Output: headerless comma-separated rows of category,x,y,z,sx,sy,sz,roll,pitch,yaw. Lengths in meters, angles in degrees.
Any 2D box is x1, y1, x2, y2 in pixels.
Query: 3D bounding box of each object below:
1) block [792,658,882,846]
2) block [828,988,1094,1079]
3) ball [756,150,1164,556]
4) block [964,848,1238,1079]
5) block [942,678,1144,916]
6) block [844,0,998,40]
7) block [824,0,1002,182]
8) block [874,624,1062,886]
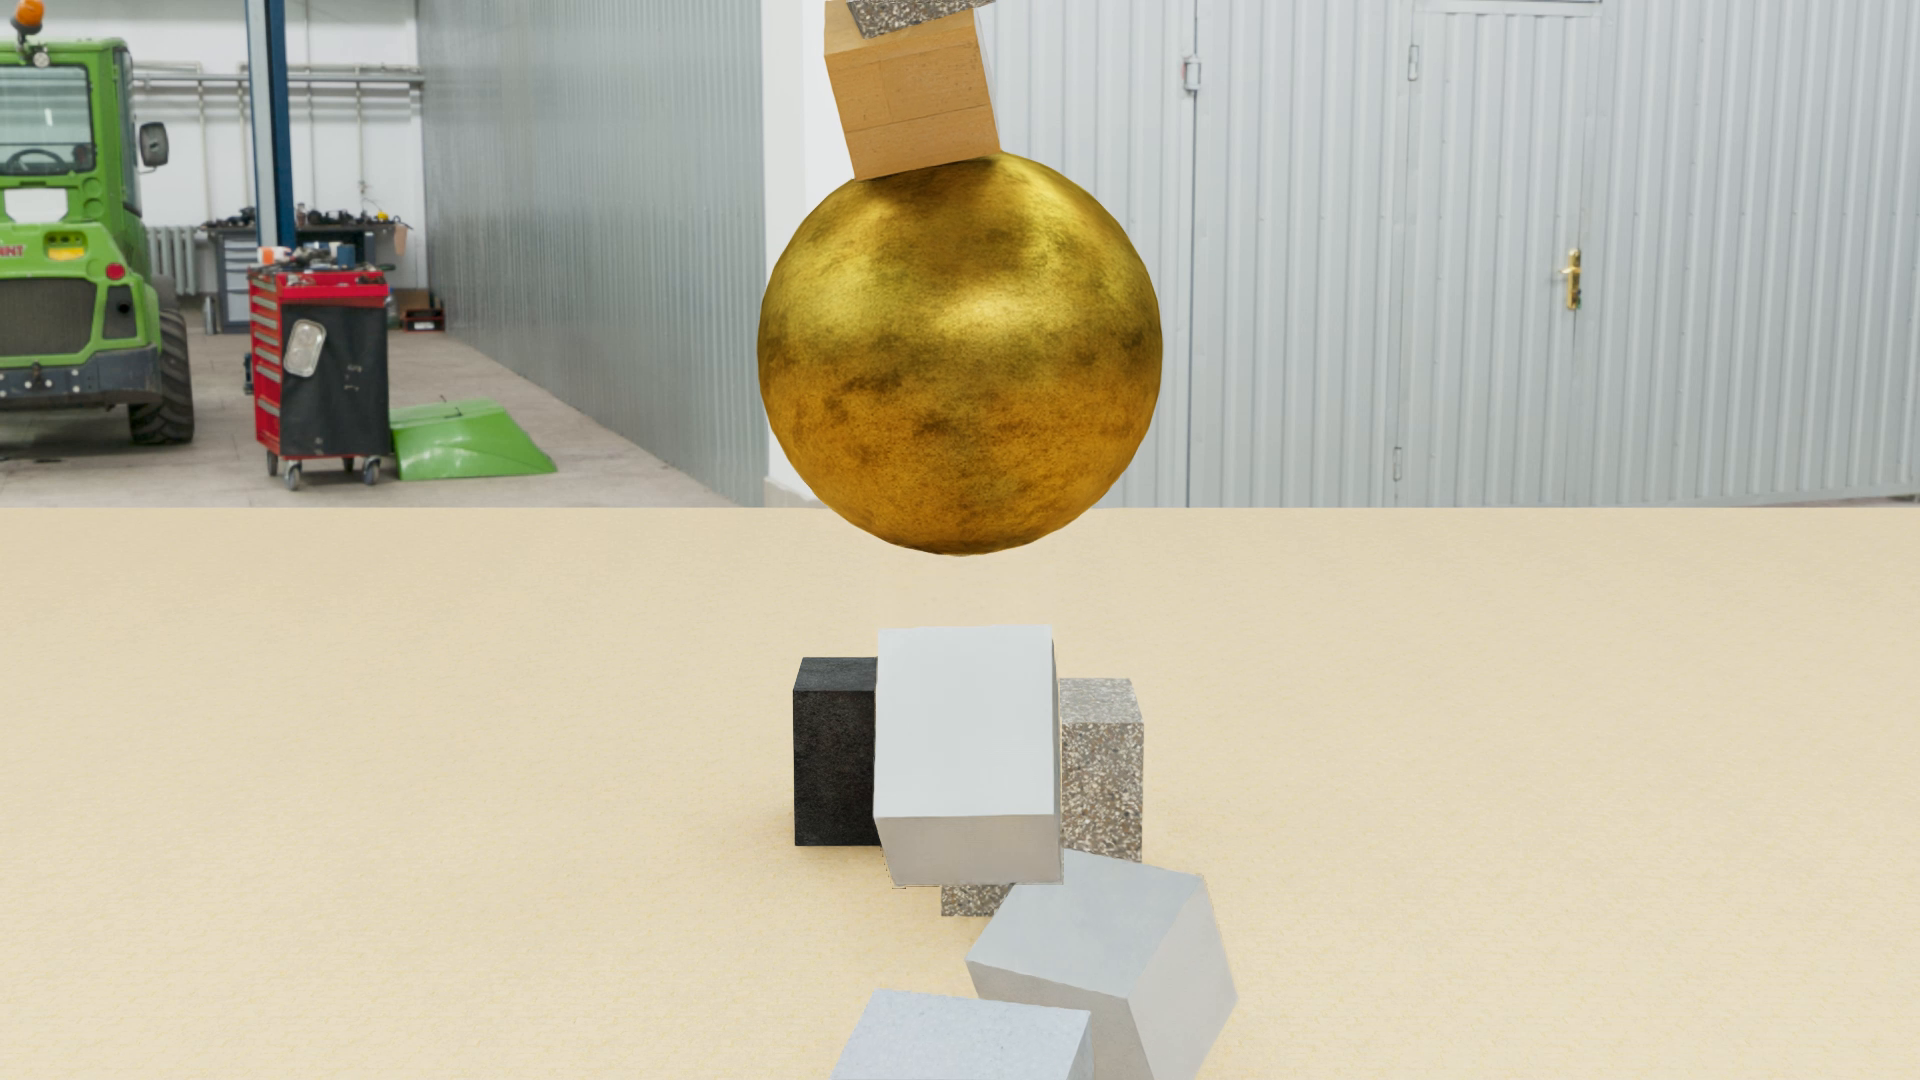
block,-0.463,1.081,11.370,0.742,0.805,0.726,0,10,0
block,0.017,1.892,6.852,0.707,0.711,0.568,3,24,15
ball,0.000,-0.737,8.656,1.600,1.600,1.600,0,10,0
block,0.535,1.631,8.155,0.682,0.654,0.612,6,40,34
block,0.373,1.200,10.409,0.915,0.915,0.844,0,10,0
block,-0.195,-2.210,8.001,0.535,0.488,0.487,-17,38,-3
block,-0.180,-1.768,8.274,0.555,0.523,0.564,-10,38,5
block,0.035,0.687,6.950,0.538,0.626,0.608,-2,-28,4
